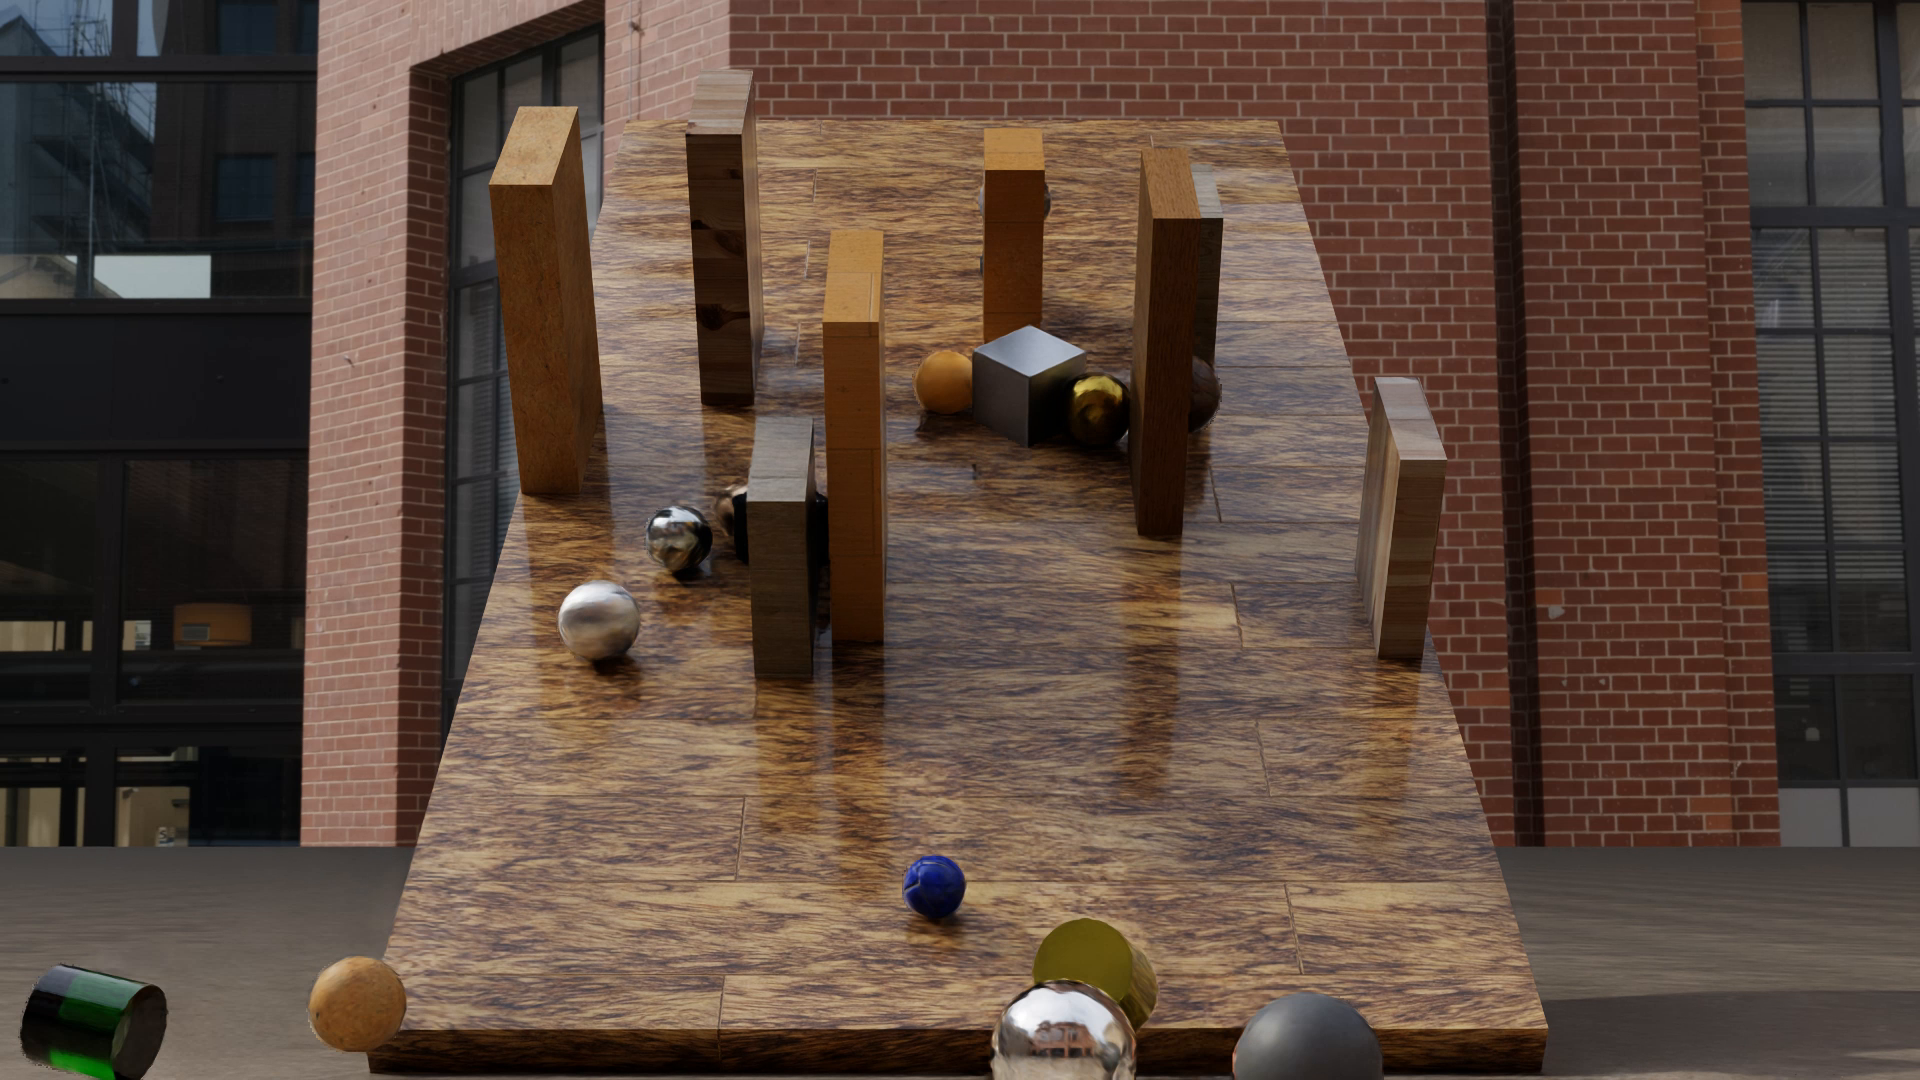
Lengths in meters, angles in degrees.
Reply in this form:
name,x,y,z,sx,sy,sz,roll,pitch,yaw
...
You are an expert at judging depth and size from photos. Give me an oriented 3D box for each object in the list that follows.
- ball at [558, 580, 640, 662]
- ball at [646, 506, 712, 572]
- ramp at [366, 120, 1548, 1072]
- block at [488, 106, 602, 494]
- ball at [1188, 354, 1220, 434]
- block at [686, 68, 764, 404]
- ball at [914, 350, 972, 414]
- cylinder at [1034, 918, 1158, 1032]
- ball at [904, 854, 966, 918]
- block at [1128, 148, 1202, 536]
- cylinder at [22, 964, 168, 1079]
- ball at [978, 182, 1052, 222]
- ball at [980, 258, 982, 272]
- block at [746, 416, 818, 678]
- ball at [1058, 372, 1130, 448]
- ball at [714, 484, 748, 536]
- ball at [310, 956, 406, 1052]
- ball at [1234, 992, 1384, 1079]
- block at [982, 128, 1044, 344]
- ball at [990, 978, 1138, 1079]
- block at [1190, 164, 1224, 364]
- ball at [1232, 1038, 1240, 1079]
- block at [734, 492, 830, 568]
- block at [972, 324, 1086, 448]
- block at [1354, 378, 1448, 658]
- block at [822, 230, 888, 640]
name,x,y,z,sx,sy,sz,roll,pitch,yaw
ball,-0.740,0.166,5.018,0.167,0.167,0.167,0,-7,0
ball,-0.610,-0.004,5.312,0.144,0.144,0.144,0,-7,0
ramp,-0.015,-0.191,5.847,2.000,0.100,4.000,0,32,0
block,-0.939,-0.548,5.596,0.134,0.766,0.438,0,32,0
ball,0.518,-0.346,5.807,0.199,0.199,0.199,0,-7,0
block,-0.568,-0.740,5.965,0.129,0.704,0.410,0,32,0
ball,-0.033,-0.381,5.912,0.154,0.154,0.154,0,-7,0
cylinder,0.226,0.730,4.053,0.169,0.169,0.169,-2,-22,18
ball,-0.045,0.616,4.352,0.111,0.111,0.111,0,-7,0
block,0.448,-0.436,5.420,0.099,0.771,0.368,0,32,0
cylinder,-1.373,0.769,3.883,0.158,0.158,0.158,12,-5,11
ball,0.145,-0.894,6.455,0.191,0.191,0.191,0,-7,0
ball,0.127,-0.729,6.477,0.148,0.148,0.148,0,-7,0
block,-0.361,0.012,5.026,0.116,0.421,0.344,0,32,0
ball,0.321,-0.308,5.773,0.179,0.179,0.179,0,-7,0
ball,-0.483,-0.065,5.423,0.122,0.122,0.122,0,-7,0
ball,-0.999,0.771,4.056,0.157,0.157,0.157,0,-7,0
ball,0.460,0.695,3.224,0.194,0.194,0.194,0,-7,0
block,0.133,-0.765,6.210,0.146,0.491,0.264,0,32,0
ball,0.143,0.708,3.367,0.204,0.204,0.204,0,-7,0
block,0.583,-0.701,6.195,0.114,0.401,0.329,0,32,0
ball,0.467,0.775,3.610,0.130,0.130,0.130,0,-7,0
block,-0.385,-0.023,5.335,0.153,0.153,0.153,-24,39,-34
block,0.164,-0.370,5.860,0.191,0.191,0.191,-27,41,-36
block,0.912,-0.048,5.082,0.092,0.474,0.343,0,32,0
block,-0.213,-0.216,5.091,0.109,0.742,0.418,0,32,0
